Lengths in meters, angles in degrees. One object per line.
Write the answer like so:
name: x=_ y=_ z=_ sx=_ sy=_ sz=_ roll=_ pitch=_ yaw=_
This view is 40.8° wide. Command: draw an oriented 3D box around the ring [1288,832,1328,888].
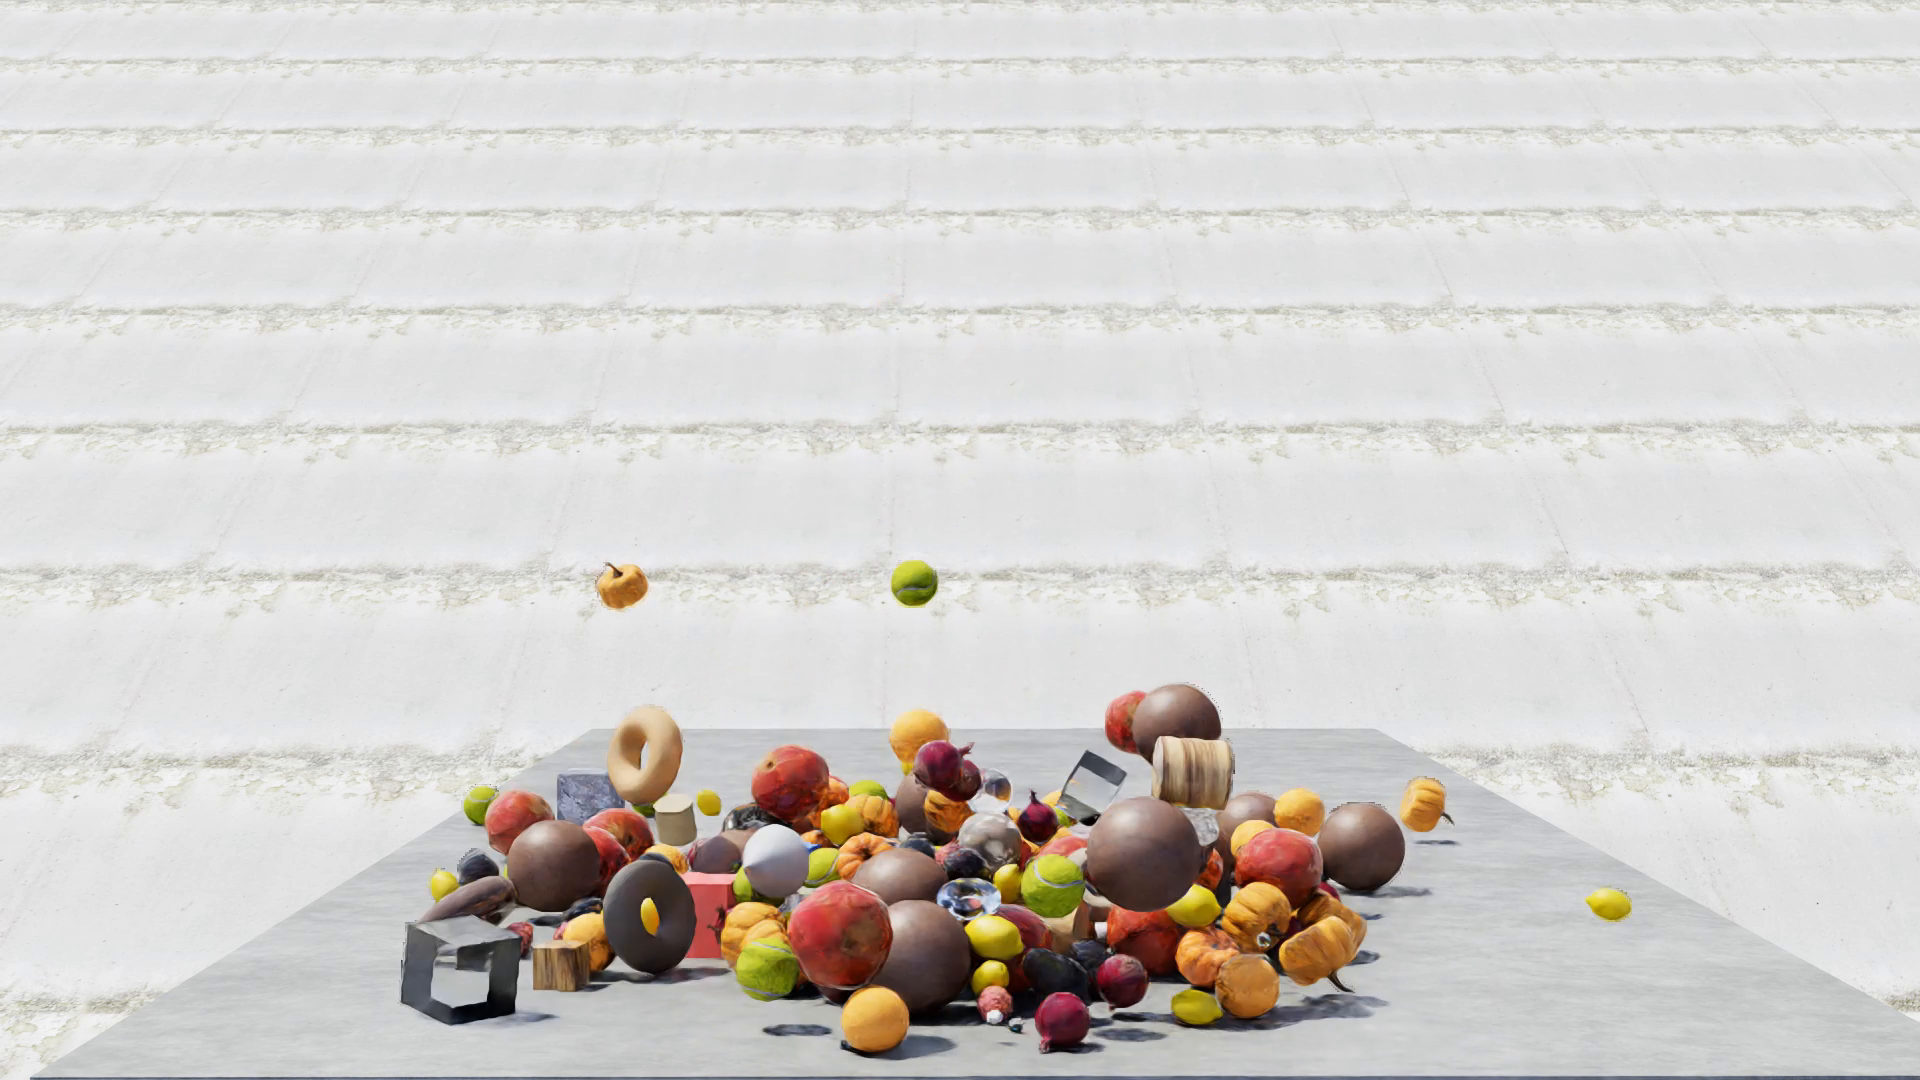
ring: x=0.520 y=0.480 z=3.875 sx=0.031 sy=0.094 sz=0.094 roll=-34 pitch=31 yaw=3

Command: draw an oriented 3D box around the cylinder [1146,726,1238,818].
cylinder: x=0.264 y=0.266 z=2.950 sx=0.079 sy=0.079 sz=0.079 roll=26 pitch=29 yaw=-2

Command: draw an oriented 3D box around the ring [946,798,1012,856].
ring: x=0.031 y=0.464 z=4.161 sx=0.111 sy=0.111 sz=0.037 roll=-6 pitch=-6 yaw=-11

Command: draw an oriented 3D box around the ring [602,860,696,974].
ring: x=-0.379 y=0.460 z=3.158 sx=0.046 sy=0.139 sz=0.139 roll=-16 pitch=14 yaw=37

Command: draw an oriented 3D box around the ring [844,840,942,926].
ring: x=-0.088 y=0.461 z=3.416 sx=0.143 sy=0.048 sz=0.143 roll=16 pitch=53 yaw=-21

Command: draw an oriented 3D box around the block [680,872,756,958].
block: x=-0.325 y=0.482 z=3.317 sx=0.094 sy=0.094 sz=0.094 roll=-1 pitch=1 yaw=17

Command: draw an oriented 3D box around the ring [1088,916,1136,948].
ring: x=0.184 y=0.513 z=3.386 sx=0.094 sy=0.031 sz=0.094 roll=-1 pitch=2 yaw=0

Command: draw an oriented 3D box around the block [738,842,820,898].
block: x=-0.255 y=0.478 z=3.643 sx=0.092 sy=0.092 sz=0.092 roll=0 pitch=1 yaw=15

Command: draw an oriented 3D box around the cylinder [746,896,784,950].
cylinder: x=-0.241 y=0.490 z=3.325 sx=0.055 sy=0.055 sz=0.055 roll=-11 pitch=52 yaw=14

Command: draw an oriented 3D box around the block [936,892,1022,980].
block: x=0.024 y=0.486 z=3.175 sx=0.091 sy=0.091 sz=0.091 roll=0 pitch=1 yaw=11

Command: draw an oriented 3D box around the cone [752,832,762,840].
cone: x=-0.313 y=0.495 z=4.125 sx=0.050 sy=0.050 sz=0.050 roll=3 pitch=7 yaw=5

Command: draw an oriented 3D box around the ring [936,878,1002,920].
ring: x=0.010 y=0.416 z=2.991 sx=0.076 sy=0.025 sz=0.076 roll=0 pitch=21 yaw=0

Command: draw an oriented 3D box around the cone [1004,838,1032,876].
cone: x=0.073 y=0.458 z=3.805 sx=0.058 sy=0.058 sz=0.058 roll=-6 pitch=9 yaw=-10

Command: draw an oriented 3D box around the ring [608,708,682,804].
ring: x=-0.428 y=0.293 z=3.510 sx=0.045 sy=0.134 sz=0.134 roll=17 pitch=11 yaw=-44

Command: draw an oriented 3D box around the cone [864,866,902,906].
cone: x=-0.114 y=0.474 z=3.584 sx=0.053 sy=0.053 sz=0.053 roll=-8 pitch=53 yaw=-16

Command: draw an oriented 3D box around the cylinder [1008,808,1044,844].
cylinder: x=0.106 y=0.486 z=4.397 sx=0.054 sy=0.054 sz=0.054 roll=-18 pitch=10 yaw=-30

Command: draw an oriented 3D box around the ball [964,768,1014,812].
ball: x=0.042 y=0.361 z=3.694 sx=0.070 sy=0.070 sz=0.070 roll=0 pitch=28 yaw=0

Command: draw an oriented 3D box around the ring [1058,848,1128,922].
ring: x=0.166 y=0.429 z=3.213 sx=0.097 sy=0.032 sz=0.097 roll=15 pitch=57 yaw=-24

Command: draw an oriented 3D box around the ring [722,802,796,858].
ring: x=-0.293 y=0.428 z=3.764 sx=0.111 sy=0.037 sz=0.111 roll=9 pitch=39 yaw=-8

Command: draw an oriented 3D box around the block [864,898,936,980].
block: x=-0.068 y=0.488 z=3.166 sx=0.084 sy=0.084 sz=0.084 roll=0 pitch=0 yaw=10

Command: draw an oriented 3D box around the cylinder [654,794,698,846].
cylinder: x=-0.465 y=0.459 z=4.225 sx=0.063 sy=0.063 sz=0.063 roll=-5 pitch=23 yaw=2

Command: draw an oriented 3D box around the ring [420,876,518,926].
ring: x=-0.632 y=0.481 z=3.312 sx=0.143 sy=0.143 sz=0.048 roll=-23 pitch=73 yaw=-37

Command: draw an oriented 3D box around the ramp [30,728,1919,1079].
ramp: x=0.062 y=0.561 z=4.599 sx=2.000 sy=0.100 sz=4.000 roll=0 pitch=1 yaw=0

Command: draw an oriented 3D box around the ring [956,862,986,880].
ring: x=0.000 y=0.502 z=3.906 sx=0.080 sy=0.027 sz=0.080 roll=11 pitch=-4 yaw=1

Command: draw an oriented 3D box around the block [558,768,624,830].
block: x=-0.657 y=0.462 z=4.603 sx=0.098 sy=0.098 sz=0.098 roll=0 pitch=1 yaw=5

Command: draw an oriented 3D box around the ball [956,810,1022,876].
ball: x=0.038 y=0.398 z=3.394 sx=0.085 sy=0.085 sz=0.085 roll=0 pitch=28 yaw=0

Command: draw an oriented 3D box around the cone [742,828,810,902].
cone: x=-0.246 y=0.400 z=3.179 sx=0.092 sy=0.092 sz=0.092 roll=14 pitch=-1 yaw=24

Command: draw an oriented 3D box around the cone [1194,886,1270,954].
cone: x=0.332 y=0.508 z=3.319 sx=0.093 sy=0.093 sz=0.093 roll=-31 pitch=40 yaw=-30

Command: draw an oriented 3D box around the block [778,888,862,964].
block: x=-0.177 y=0.484 z=3.250 sx=0.080 sy=0.080 sz=0.080 roll=10 pitch=-2 yaw=-15

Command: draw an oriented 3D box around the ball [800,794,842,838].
ball: x=-0.240 y=0.475 z=4.458 sx=0.075 sy=0.075 sz=0.075 roll=0 pitch=28 yaw=0

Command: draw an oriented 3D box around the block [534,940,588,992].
block: x=-0.475 y=0.507 z=3.078 sx=0.051 sy=0.051 sz=0.051 roll=0 pitch=1 yaw=11

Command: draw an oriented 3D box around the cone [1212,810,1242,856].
cone: x=0.408 y=0.497 z=4.211 sx=0.083 sy=0.083 sz=0.083 roll=11 pitch=31 yaw=19

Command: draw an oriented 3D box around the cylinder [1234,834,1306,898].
cylinder: x=0.455 y=0.478 z=3.788 sx=0.088 sy=0.088 sz=0.088 roll=0 pitch=27 yaw=18

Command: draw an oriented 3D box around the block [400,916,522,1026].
block: x=-0.561 y=0.483 z=2.906 sx=0.090 sy=0.090 sz=0.090 roll=13 pitch=9 yaw=40

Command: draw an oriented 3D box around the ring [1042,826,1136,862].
ring: x=0.208 y=0.493 z=4.160 sx=0.150 sy=0.050 sz=0.150 roll=1 pitch=0 yaw=0

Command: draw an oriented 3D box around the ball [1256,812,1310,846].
ball: x=0.511 y=0.475 z=4.084 sx=0.086 sy=0.086 sz=0.086 roll=0 pitch=28 yaw=0

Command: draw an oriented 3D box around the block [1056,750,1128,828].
block: x=0.228 y=0.435 z=4.487 sx=0.082 sy=0.082 sz=0.082 roll=29 pitch=46 yaw=10

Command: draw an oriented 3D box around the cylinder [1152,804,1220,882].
cylinder: x=0.284 y=0.380 z=3.250 sx=0.070 sy=0.070 sz=0.070 roll=7 pitch=44 yaw=-7

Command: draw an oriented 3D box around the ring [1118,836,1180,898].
ring: x=0.285 y=0.462 z=3.697 sx=0.148 sy=0.049 sz=0.148 roll=-28 pitch=6 yaw=3
